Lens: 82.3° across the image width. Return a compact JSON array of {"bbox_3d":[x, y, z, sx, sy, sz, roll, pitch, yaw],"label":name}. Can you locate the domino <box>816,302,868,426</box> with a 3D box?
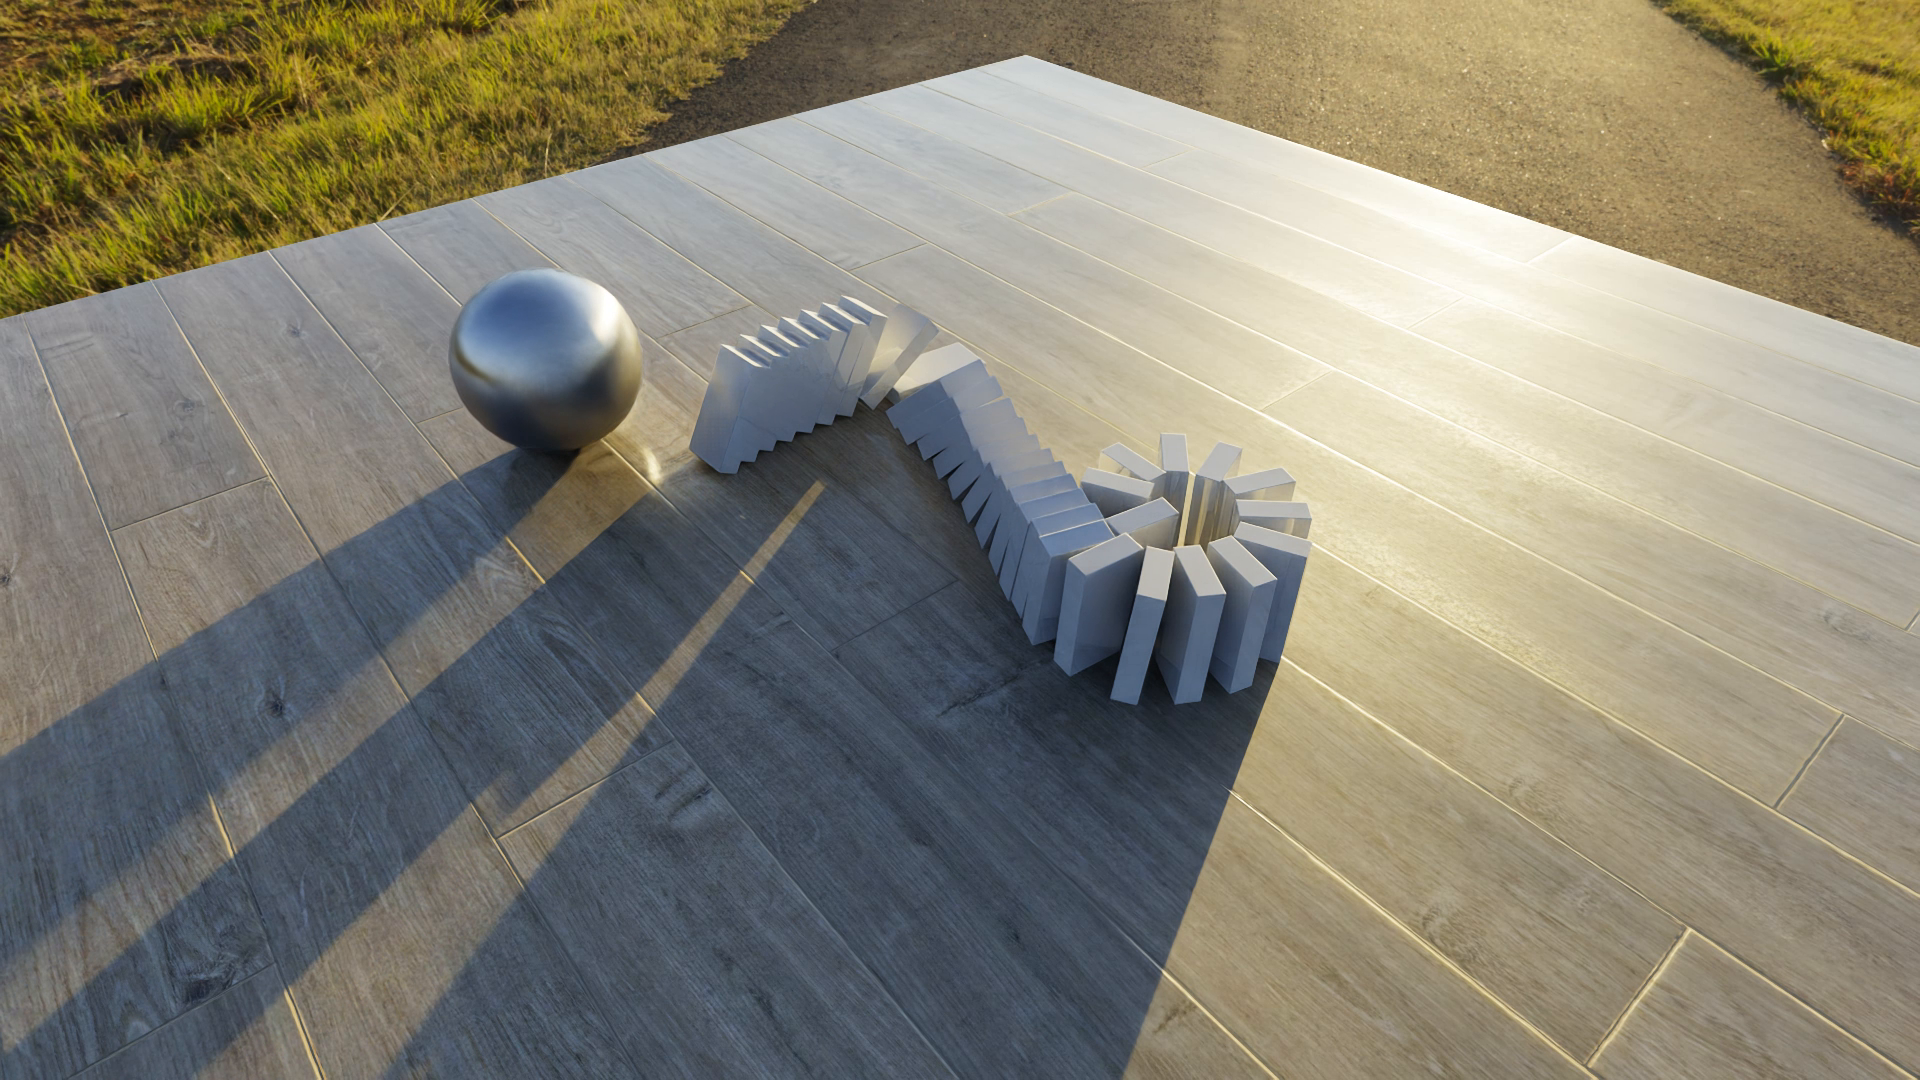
[{"bbox_3d":[-0.062,-0.082,0.513,0.010,0.050,0.025,2,27,-48],"label":"domino"}]

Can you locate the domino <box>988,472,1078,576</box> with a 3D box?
[{"bbox_3d":[0.028,-0.005,0.418,0.025,0.050,0.009,-14,63,-16],"label":"domino"}]

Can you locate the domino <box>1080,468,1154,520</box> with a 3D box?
[{"bbox_3d":[0.056,-0.002,0.413,0.025,0.050,0.009,16,42,15],"label":"domino"}]

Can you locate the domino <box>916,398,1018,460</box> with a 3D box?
[{"bbox_3d":[0.002,-0.048,0.477,0.025,0.010,0.050,-22,1,-24],"label":"domino"}]

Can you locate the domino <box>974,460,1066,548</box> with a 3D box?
[{"bbox_3d":[0.023,-0.013,0.429,0.025,0.050,0.009,-14,71,-16],"label":"domino"}]

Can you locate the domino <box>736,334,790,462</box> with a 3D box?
[{"bbox_3d":[-0.095,-0.063,0.490,0.025,0.050,0.009,34,20,34],"label":"domino"}]

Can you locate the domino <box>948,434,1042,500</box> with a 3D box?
[{"bbox_3d":[0.014,-0.029,0.452,0.025,0.050,0.009,-15,82,-17],"label":"domino"}]

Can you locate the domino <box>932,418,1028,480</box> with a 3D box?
[{"bbox_3d":[0.008,-0.038,0.464,0.025,0.050,0.010,-17,87,-19],"label":"domino"}]

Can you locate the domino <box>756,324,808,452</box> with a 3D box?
[{"bbox_3d":[-0.087,-0.068,0.496,0.025,0.050,0.009,36,21,36],"label":"domino"}]

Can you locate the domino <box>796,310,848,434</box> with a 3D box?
[{"bbox_3d":[-0.071,-0.078,0.508,0.010,0.050,0.025,2,27,-49],"label":"domino"}]

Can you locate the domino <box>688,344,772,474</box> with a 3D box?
[{"bbox_3d":[-0.101,-0.057,0.483,0.025,0.050,0.009,34,20,34],"label":"domino"}]

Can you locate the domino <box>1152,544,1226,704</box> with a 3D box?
[{"bbox_3d":[0.078,0.029,0.376,0.009,0.050,0.025,-5,40,-9],"label":"domino"}]

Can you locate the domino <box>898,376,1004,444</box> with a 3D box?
[{"bbox_3d":[-0.005,-0.057,0.489,0.025,0.010,0.050,-30,6,-32],"label":"domino"}]

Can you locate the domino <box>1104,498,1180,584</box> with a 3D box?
[{"bbox_3d":[0.062,0.010,0.399,0.025,0.050,0.010,-20,48,-23],"label":"domino"}]

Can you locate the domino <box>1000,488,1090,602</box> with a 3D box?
[{"bbox_3d":[0.031,0.002,0.408,0.025,0.050,0.010,-15,58,-17],"label":"domino"}]

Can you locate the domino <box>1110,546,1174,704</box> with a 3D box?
[{"bbox_3d":[0.062,0.030,0.375,0.009,0.050,0.025,13,41,8],"label":"domino"}]

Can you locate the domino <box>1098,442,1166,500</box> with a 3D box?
[{"bbox_3d":[0.064,-0.010,0.423,0.009,0.050,0.025,-26,46,-28],"label":"domino"}]

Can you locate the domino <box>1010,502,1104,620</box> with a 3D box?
[{"bbox_3d":[0.035,0.008,0.401,0.025,0.050,0.009,-15,57,-17],"label":"domino"}]

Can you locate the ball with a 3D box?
[{"bbox_3d":[-0.181,-0.079,0.484,0.080,0.080,0.080,0,39,0],"label":"ball"}]

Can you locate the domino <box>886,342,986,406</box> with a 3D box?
[{"bbox_3d":[-0.015,-0.081,0.543,0.050,0.009,0.025,-23,44,-25],"label":"domino"}]

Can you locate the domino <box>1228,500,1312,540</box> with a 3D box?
[{"bbox_3d":[0.110,0.009,0.401,0.025,0.050,0.009,2,39,3],"label":"domino"}]

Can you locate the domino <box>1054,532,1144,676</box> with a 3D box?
[{"bbox_3d":[0.048,0.023,0.383,0.025,0.050,0.010,-23,48,-26],"label":"domino"}]

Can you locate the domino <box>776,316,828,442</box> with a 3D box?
[{"bbox_3d":[-0.079,-0.073,0.502,0.009,0.050,0.025,2,27,-49],"label":"domino"}]

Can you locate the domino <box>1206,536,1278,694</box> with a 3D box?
[{"bbox_3d":[0.093,0.026,0.379,0.010,0.050,0.025,-17,42,-19],"label":"domino"}]

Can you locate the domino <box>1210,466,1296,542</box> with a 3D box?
[{"bbox_3d":[0.108,-0.002,0.414,0.025,0.050,0.010,-12,41,-14],"label":"domino"}]

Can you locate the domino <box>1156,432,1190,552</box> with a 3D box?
[{"bbox_3d":[0.081,-0.014,0.428,0.010,0.050,0.025,4,39,4],"label":"domino"}]

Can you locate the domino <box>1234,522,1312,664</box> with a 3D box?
[{"bbox_3d":[0.106,0.019,0.388,0.025,0.050,0.009,17,42,20],"label":"domino"}]

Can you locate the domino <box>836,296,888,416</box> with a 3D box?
[{"bbox_3d":[-0.053,-0.087,0.518,0.010,0.050,0.025,2,26,-48],"label":"domino"}]

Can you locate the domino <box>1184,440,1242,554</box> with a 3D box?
[{"bbox_3d":[0.096,-0.010,0.424,0.010,0.050,0.025,20,43,23],"label":"domino"}]

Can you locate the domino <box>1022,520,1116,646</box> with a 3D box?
[{"bbox_3d":[0.038,0.016,0.392,0.025,0.050,0.009,-15,52,-18],"label":"domino"}]

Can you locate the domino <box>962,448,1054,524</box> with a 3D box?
[{"bbox_3d":[0.019,-0.021,0.440,0.025,0.050,0.010,-14,77,-16],"label":"domino"}]

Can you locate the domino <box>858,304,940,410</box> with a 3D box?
[{"bbox_3d":[-0.036,-0.089,0.530,0.050,0.009,0.025,-50,50,-4],"label":"domino"}]

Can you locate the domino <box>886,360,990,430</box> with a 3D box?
[{"bbox_3d":[-0.011,-0.066,0.499,0.025,0.010,0.050,-31,6,-33],"label":"domino"}]
